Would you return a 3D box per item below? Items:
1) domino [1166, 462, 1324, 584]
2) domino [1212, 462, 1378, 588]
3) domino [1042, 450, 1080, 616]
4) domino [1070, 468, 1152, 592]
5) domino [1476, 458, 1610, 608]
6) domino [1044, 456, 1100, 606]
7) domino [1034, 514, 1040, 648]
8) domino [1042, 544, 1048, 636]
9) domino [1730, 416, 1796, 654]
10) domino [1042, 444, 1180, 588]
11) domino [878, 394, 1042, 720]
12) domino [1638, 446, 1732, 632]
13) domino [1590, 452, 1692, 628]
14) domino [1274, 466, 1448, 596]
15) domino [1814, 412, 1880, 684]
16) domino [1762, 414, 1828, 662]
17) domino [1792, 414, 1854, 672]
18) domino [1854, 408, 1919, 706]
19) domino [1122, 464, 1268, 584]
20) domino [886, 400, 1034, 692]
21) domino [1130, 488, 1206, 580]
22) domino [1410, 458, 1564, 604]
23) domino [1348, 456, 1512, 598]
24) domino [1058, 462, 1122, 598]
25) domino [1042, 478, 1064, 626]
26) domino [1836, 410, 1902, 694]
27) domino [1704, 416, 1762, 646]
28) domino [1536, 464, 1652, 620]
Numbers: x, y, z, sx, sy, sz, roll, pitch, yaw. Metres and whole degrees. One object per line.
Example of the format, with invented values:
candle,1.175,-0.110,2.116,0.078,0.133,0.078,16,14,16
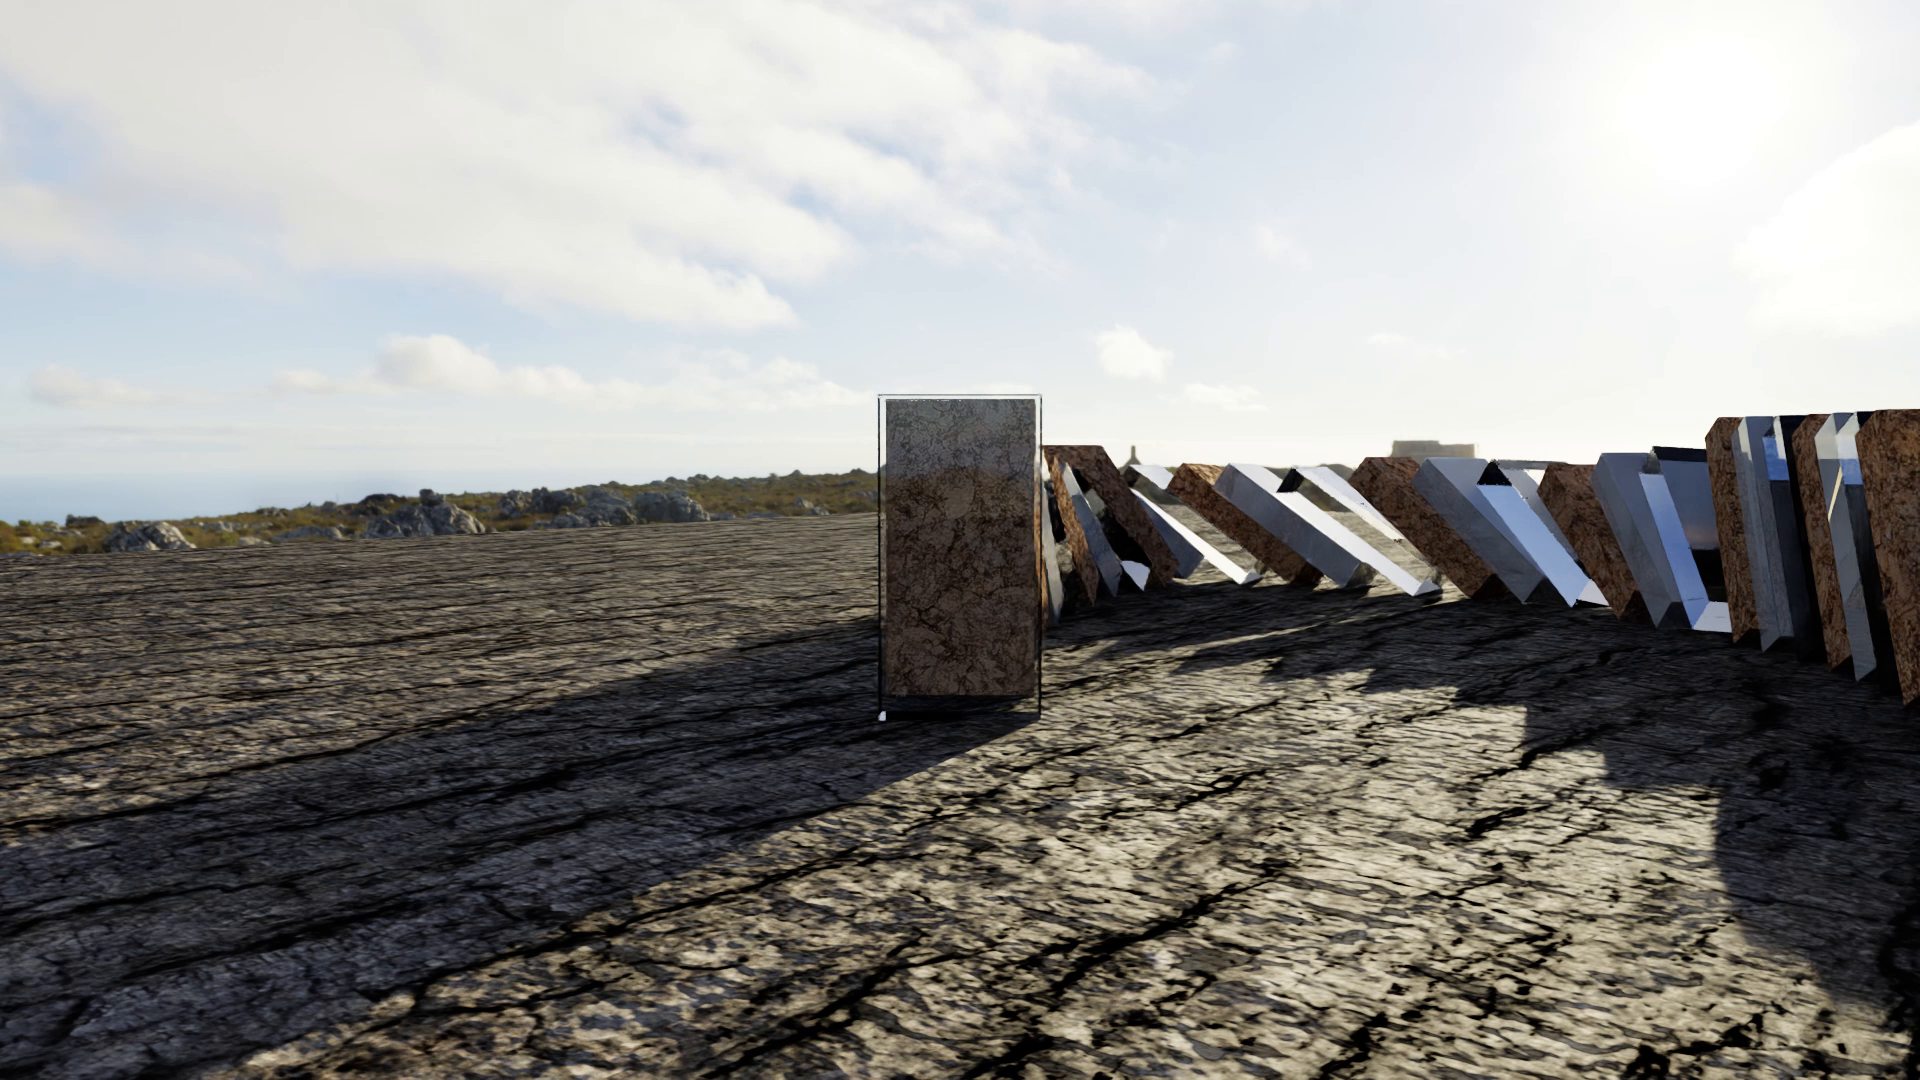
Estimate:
domino,0.091,-0.006,0.400,0.050,0.009,0.025,42,24,27
domino,0.102,-0.005,0.387,0.050,0.010,0.025,42,24,27
domino,0.011,-0.002,0.307,0.025,0.050,0.009,2,49,20
domino,0.032,-0.003,0.362,0.025,0.009,0.050,3,-29,37
domino,0.164,-0.003,0.345,0.025,0.010,0.050,1,41,-15
domino,0.017,-0.002,0.325,0.025,0.010,0.050,2,-36,23
domino,0.002,-0.002,0.258,0.025,0.050,0.009,1,20,12
domino,0.004,-0.003,0.273,0.025,0.050,0.009,1,29,14
domino,0.178,-0.002,0.265,0.025,0.050,0.009,1,-24,13
domino,0.042,-0.007,0.379,0.025,0.050,0.009,5,51,48
domino,0.000,0.002,0.201,0.025,0.050,0.010,0,4,0
domino,0.177,-0.001,0.296,0.025,0.009,0.050,4,47,6
domino,0.174,-0.001,0.310,0.025,0.009,0.050,0,46,2
domino,0.120,-0.004,0.378,0.050,0.009,0.025,42,27,28
domino,0.174,0.001,0.232,0.025,0.050,0.009,1,-24,14
domino,0.178,-0.001,0.253,0.025,0.050,0.009,1,-24,13
domino,0.177,0.000,0.243,0.025,0.050,0.009,1,-24,14
domino,0.168,0.002,0.211,0.025,0.050,0.009,1,-24,14
domino,0.075,-0.006,0.407,0.050,0.009,0.025,39,21,21
domino,0.000,0.001,0.224,0.025,0.050,0.009,0,4,1
domino,0.051,-0.008,0.399,0.050,0.009,0.025,41,-4,-7
domino,0.152,-0.004,0.359,0.025,0.009,0.050,-2,43,-29
domino,0.138,-0.005,0.371,0.025,0.010,0.050,-4,44,-41
domino,0.024,-0.002,0.343,0.025,0.009,0.050,2,-32,28
domino,0.007,-0.002,0.290,0.025,0.050,0.009,1,42,17
domino,0.171,0.002,0.222,0.025,0.050,0.009,1,-24,14
domino,0.178,-0.002,0.276,0.025,0.050,0.009,1,-24,13
domino,0.171,-0.001,0.327,0.025,0.010,0.050,0,40,-4
